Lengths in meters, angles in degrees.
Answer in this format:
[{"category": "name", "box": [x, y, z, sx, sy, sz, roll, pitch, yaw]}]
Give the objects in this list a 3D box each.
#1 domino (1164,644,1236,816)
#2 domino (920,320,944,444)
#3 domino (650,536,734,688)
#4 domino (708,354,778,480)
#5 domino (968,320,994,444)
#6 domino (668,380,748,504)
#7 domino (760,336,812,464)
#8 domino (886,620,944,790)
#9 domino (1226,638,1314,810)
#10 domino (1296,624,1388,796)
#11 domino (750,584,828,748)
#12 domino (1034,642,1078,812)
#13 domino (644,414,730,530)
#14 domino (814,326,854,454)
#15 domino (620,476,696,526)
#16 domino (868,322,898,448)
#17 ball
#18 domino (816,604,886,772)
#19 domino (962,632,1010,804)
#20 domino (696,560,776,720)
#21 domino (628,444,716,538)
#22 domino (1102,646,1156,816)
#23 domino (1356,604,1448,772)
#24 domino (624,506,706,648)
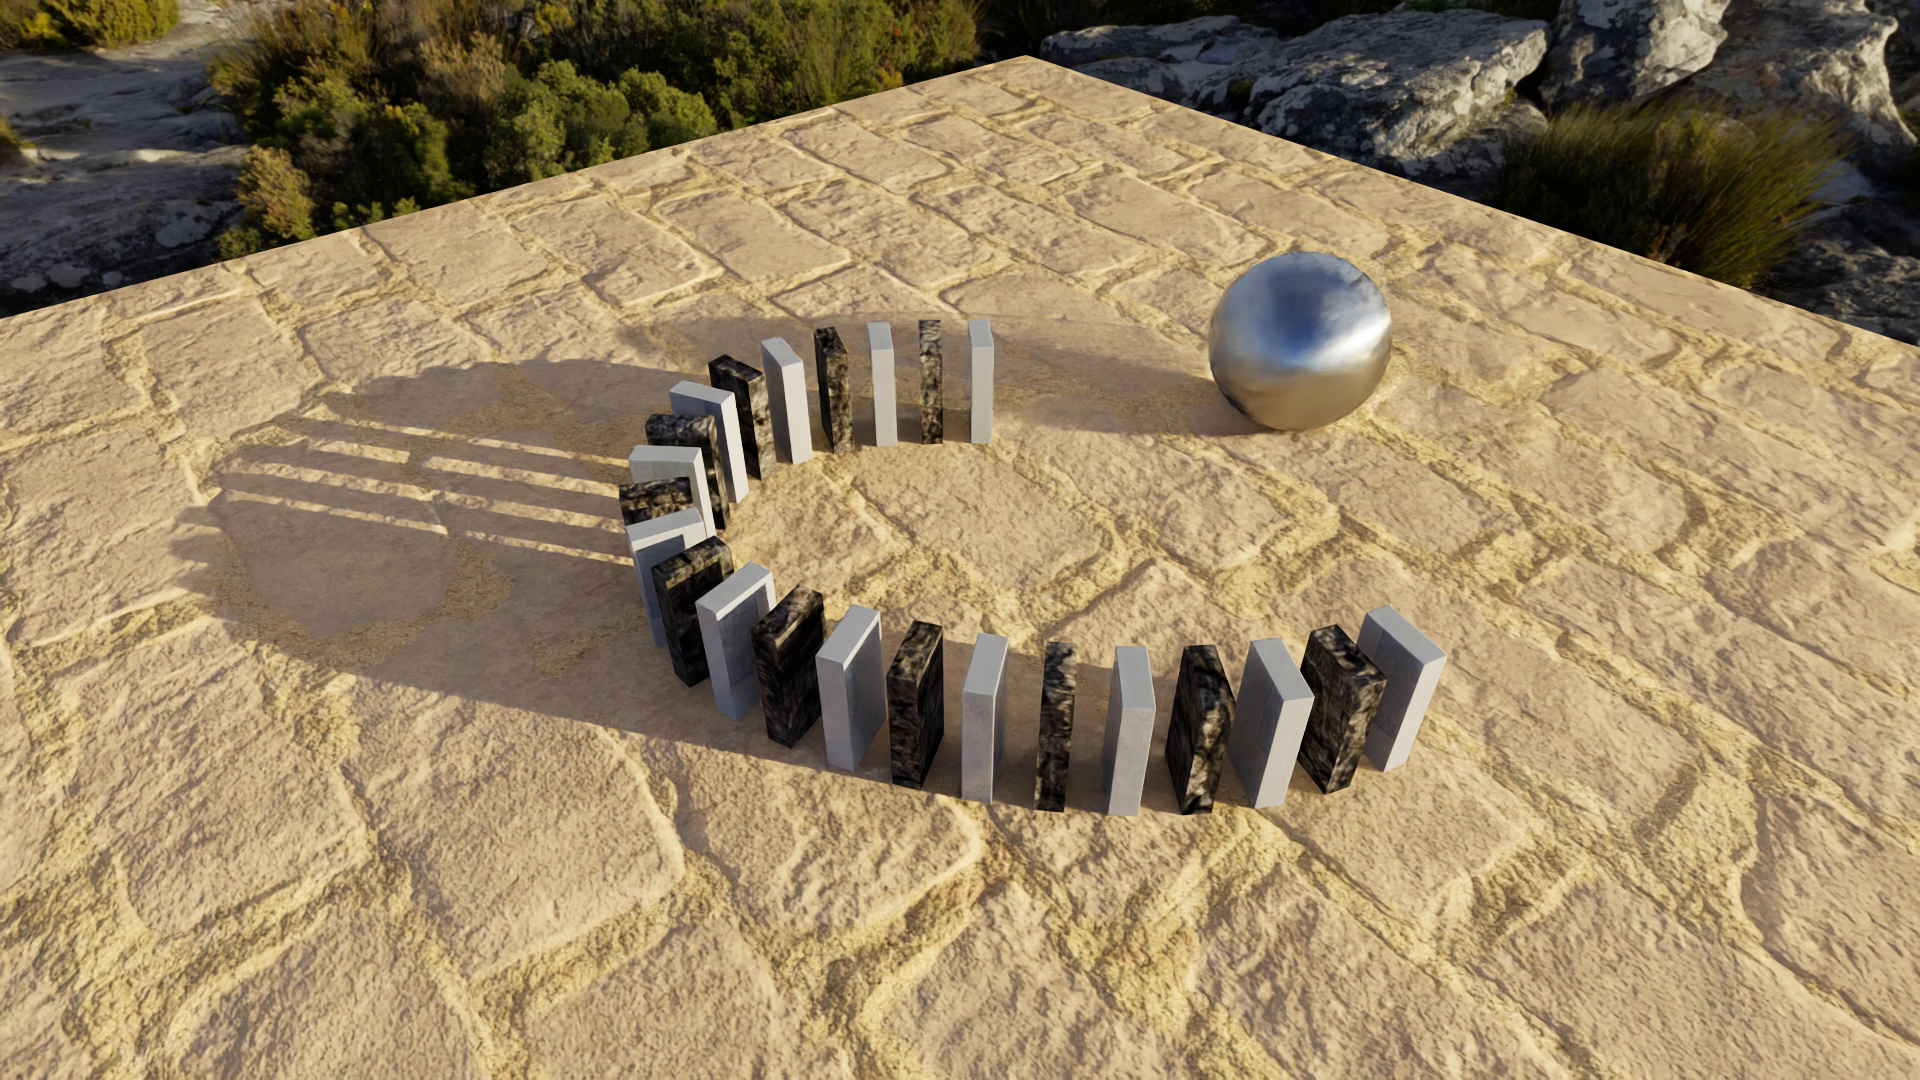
[{"category": "domino", "box": [0.073, 0.059, 0.339, 0.010, 0.050, 0.025, -3, 39, -3]}, {"category": "domino", "box": [-0.013, -0.071, 0.498, 0.009, 0.050, 0.025, -2, 39, -2]}, {"category": "domino", "box": [-0.089, 0.025, 0.381, 0.025, 0.050, 0.009, -31, 49, -32]}, {"category": "domino", "box": [-0.094, -0.053, 0.476, 0.025, 0.050, 0.010, 28, 47, 30]}, {"category": "domino", "box": [0.009, -0.072, 0.499, 0.010, 0.050, 0.025, -2, 39, -3]}, {"category": "domino", "box": [-0.105, -0.041, 0.461, 0.025, 0.050, 0.010, 15, 42, 18]}, {"category": "domino", "box": [-0.077, -0.061, 0.486, 0.009, 0.050, 0.025, -20, 43, -22]}, {"category": "domino", "box": [-0.014, 0.053, 0.347, 0.009, 0.050, 0.025, 11, 41, 13]}, {"category": "domino", "box": [0.095, 0.057, 0.342, 0.009, 0.050, 0.025, -7, 40, -8]}, {"category": "domino", "box": [0.117, 0.054, 0.346, 0.010, 0.050, 0.025, -13, 41, -16]}, {"category": "domino", "box": [-0.054, 0.042, 0.360, 0.010, 0.050, 0.025, 19, 43, 22]}, {"category": "domino", "box": [0.030, 0.058, 0.340, 0.009, 0.050, 0.025, 4, 40, 5]}, {"category": "domino", "box": [-0.109, -0.027, 0.444, 0.025, 0.050, 0.009, 2, 39, 3]}, {"category": "domino", "box": [-0.056, -0.067, 0.493, 0.010, 0.050, 0.025, -12, 41, -14]}, {"category": "domino", "box": [-0.110, 0.001, 0.411, 0.025, 0.050, 0.010, -9, 40, -11]}, {"category": "domino", "box": [-0.035, -0.070, 0.497, 0.009, 0.050, 0.025, -5, 40, -6]}, {"category": "ball", "box": [0.153, -0.089, 0.497, 0.080, 0.080, 0.080, 0, 39, 0]}, {"category": "domino", "box": [-0.034, 0.048, 0.353, 0.009, 0.050, 0.025, 15, 42, 17]}, {"category": "domino", "box": [0.008, 0.056, 0.343, 0.009, 0.050, 0.025, 8, 40, 9]}, {"category": "domino", "box": [-0.073, 0.034, 0.370, 0.009, 0.050, 0.025, 25, 45, 27]}, {"category": "domino", "box": [-0.111, -0.013, 0.427, 0.025, 0.050, 0.009, 3, 39, 3]}, {"category": "domino", "box": [0.051, 0.059, 0.339, 0.009, 0.050, 0.025, 1, 39, 1]}, {"category": "domino", "box": [0.137, 0.048, 0.353, 0.009, 0.050, 0.025, -17, 42, -20]}, {"category": "domino", "box": [-0.102, 0.014, 0.395, 0.025, 0.050, 0.009, -18, 43, -20]}]
